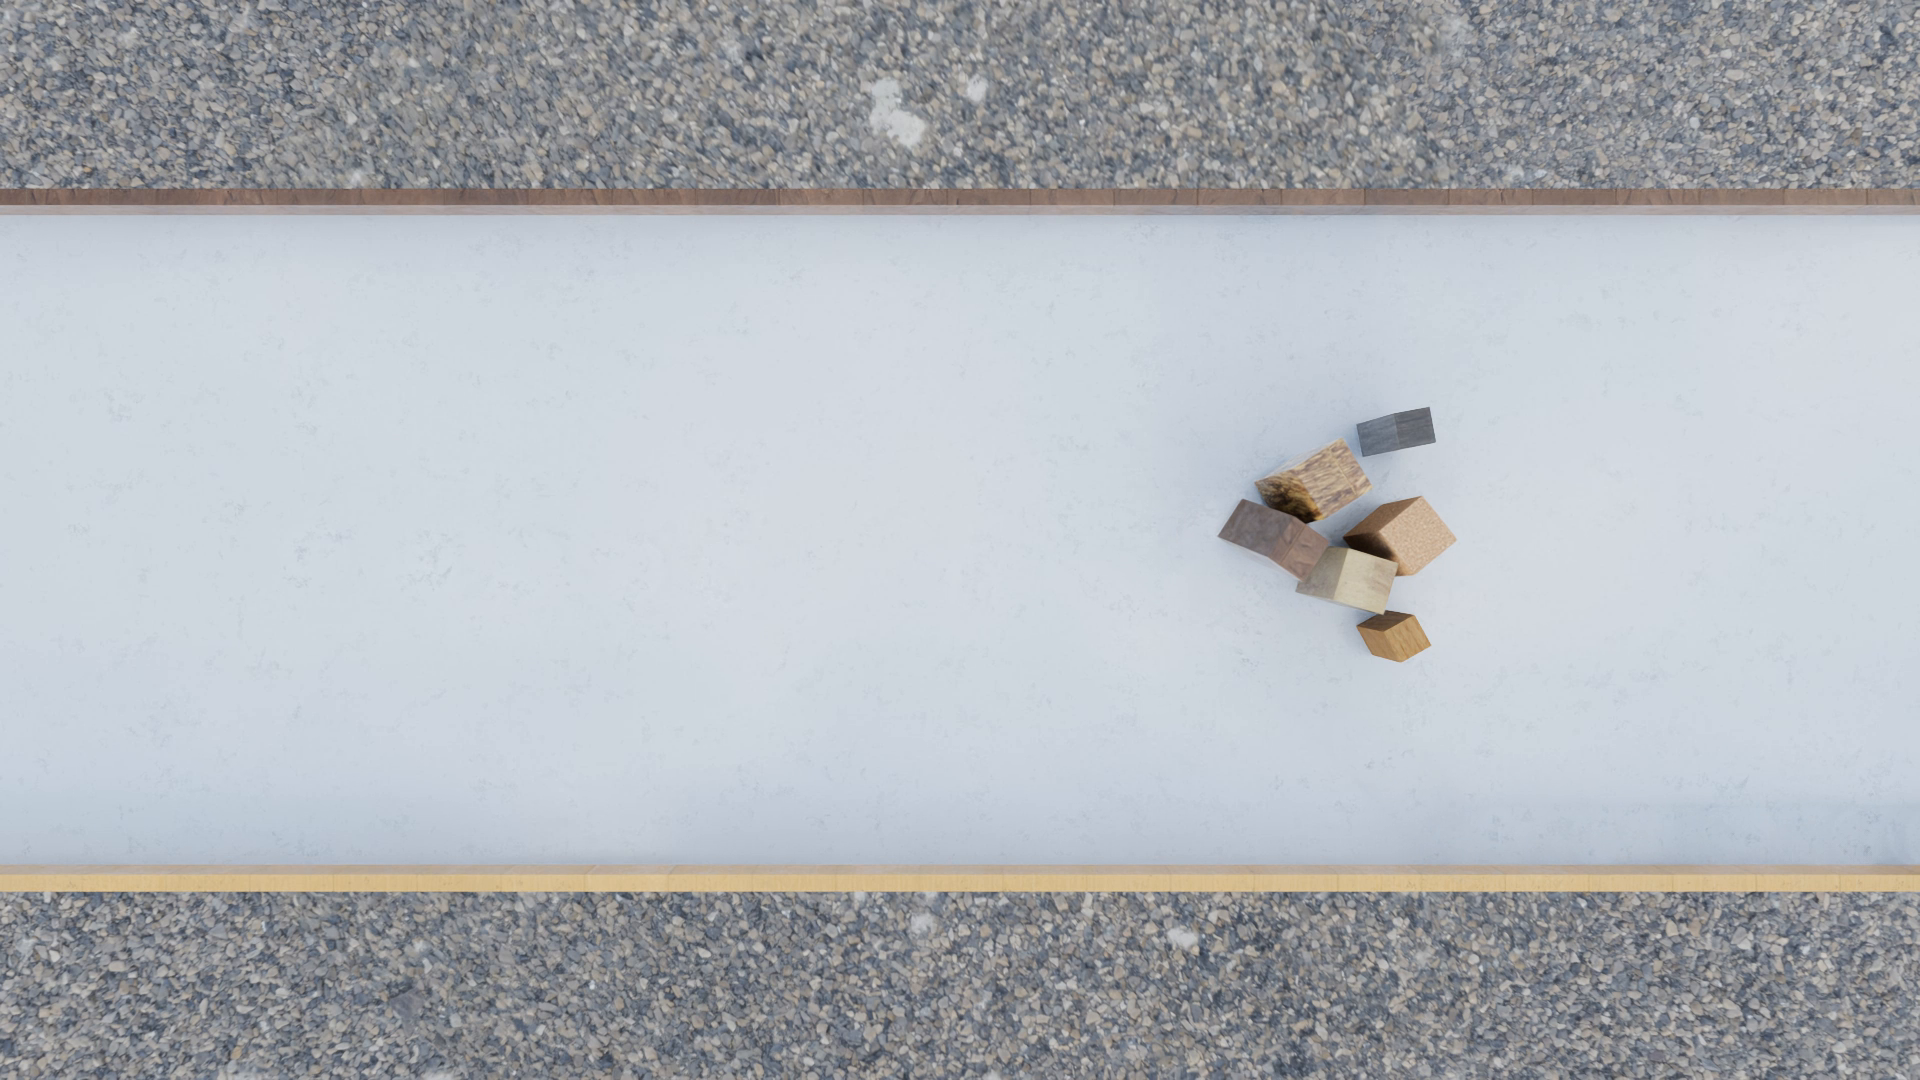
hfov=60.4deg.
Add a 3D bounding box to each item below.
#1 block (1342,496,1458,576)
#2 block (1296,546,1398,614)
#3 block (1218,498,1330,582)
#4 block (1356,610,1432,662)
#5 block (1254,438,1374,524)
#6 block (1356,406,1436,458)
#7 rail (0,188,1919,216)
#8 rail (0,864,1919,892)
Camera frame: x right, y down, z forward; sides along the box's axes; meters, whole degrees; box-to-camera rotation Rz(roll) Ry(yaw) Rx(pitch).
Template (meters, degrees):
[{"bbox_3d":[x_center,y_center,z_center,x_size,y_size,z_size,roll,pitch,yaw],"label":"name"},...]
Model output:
[{"bbox_3d":[1.298,-0.005,4.887,0.162,0.368,0.162,-39,90,-4],"label":"block"},{"bbox_3d":[1.141,0.113,4.887,0.154,0.366,0.154,17,90,-6],"label":"block"},{"bbox_3d":[0.924,-0.003,4.883,0.139,0.361,0.139,33,90,-17],"label":"block"},{"bbox_3d":[1.288,0.284,4.910,0.102,0.333,0.102,-29,90,0],"label":"block"},{"bbox_3d":[1.038,-0.162,4.870,0.169,0.395,0.169,-32,90,-7],"label":"block"},{"bbox_3d":[1.280,-0.315,4.858,0.103,0.437,0.103,-11,90,0],"label":"block"},{"bbox_3d":[-2.247,-1.025,5.002,12.000,0.150,0.050,0,90,0],"label":"rail"},{"bbox_3d":[-2.247,1.025,5.001,12.000,0.150,0.050,0,90,0],"label":"rail"}]
